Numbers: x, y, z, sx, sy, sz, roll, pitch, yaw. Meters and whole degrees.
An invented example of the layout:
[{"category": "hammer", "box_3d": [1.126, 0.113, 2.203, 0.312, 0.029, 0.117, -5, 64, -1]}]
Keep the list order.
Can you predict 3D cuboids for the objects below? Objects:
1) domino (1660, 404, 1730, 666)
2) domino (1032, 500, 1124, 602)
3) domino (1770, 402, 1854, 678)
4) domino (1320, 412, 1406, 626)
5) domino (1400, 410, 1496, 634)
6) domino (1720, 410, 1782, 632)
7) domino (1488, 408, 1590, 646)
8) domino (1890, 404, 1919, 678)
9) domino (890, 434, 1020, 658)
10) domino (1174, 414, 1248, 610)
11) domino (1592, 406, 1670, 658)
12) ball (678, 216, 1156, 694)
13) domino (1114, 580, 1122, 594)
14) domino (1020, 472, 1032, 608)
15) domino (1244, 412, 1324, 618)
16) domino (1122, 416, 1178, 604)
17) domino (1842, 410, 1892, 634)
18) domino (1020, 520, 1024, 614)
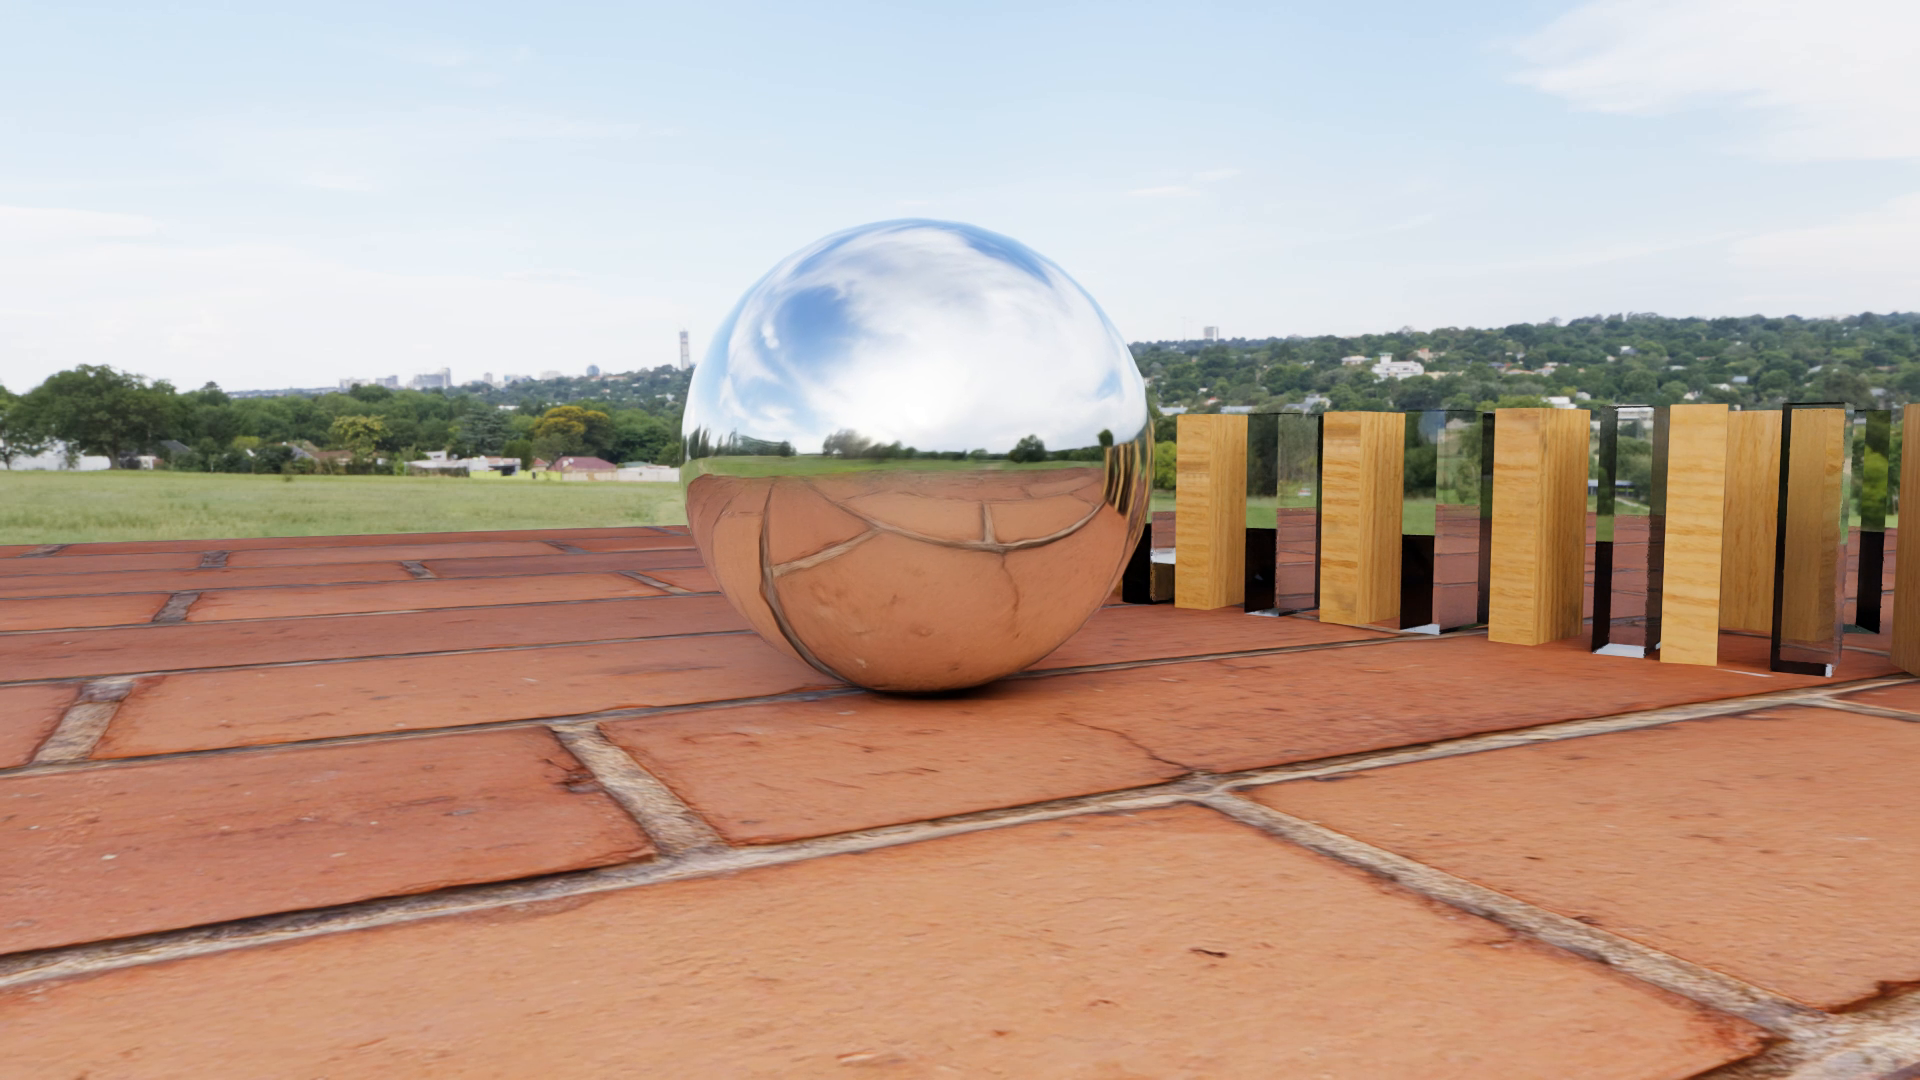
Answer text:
[{"category": "domino", "box_3d": [0.147, -0.002, 0.257, 0.010, 0.050, 0.025, 3, 5, 31]}, {"category": "domino", "box_3d": [0.027, 0.002, 0.370, 0.025, 0.009, 0.050, 2, 24, 28]}, {"category": "domino", "box_3d": [0.163, -0.001, 0.245, 0.010, 0.050, 0.025, 3, 5, 38]}, {"category": "domino", "box_3d": [0.098, -0.006, 0.311, 0.009, 0.050, 0.025, 4, 6, 45]}, {"category": "domino", "box_3d": [0.113, -0.005, 0.296, 0.025, 0.050, 0.009, -4, 6, -42]}, {"category": "domino", "box_3d": [0.186, -0.005, 0.294, 0.009, 0.050, 0.025, -3, 5, -38]}, {"category": "domino", "box_3d": [0.127, -0.004, 0.281, 0.025, 0.050, 0.009, -4, 6, -42]}, {"category": "domino", "box_3d": [0.181, 0.000, 0.234, 0.009, 0.050, 0.025, 2, 5, 21]}, {"category": "domino", "box_3d": [0.000, 0.000, 0.267, 0.025, 0.050, 0.009, 0, -35, 3]}, {"category": "domino", "box_3d": [0.068, -0.008, 0.340, 0.009, 0.050, 0.025, 3, 5, 39]}, {"category": "domino", "box_3d": [0.140, -0.002, 0.266, 0.010, 0.050, 0.025, 3, 5, 38]}, {"category": "ball", "box_3d": [-0.007, -0.014, 0.219, 0.080, 0.080, 0.080, 0, 4, 0]}, {"category": "domino", "box_3d": [0.059, 0.009, 0.386, 0.025, 0.009, 0.050, 3, 5, 37]}, {"category": "domino", "box_3d": [0.007, -0.001, 0.350, 0.025, 0.009, 0.050, 0, 36, 3]}, {"category": "domino", "box_3d": [0.083, -0.007, 0.326, 0.009, 0.050, 0.025, 4, 6, 43]}, {"category": "domino", "box_3d": [0.055, -0.009, 0.350, 0.009, 0.050, 0.025, 3, 5, 38]}, {"category": "domino", "box_3d": [0.205, -0.005, 0.298, 0.009, 0.050, 0.025, 1, 5, 19]}, {"category": "domino", "box_3d": [0.003, -0.003, 0.333, 0.025, 0.009, 0.050, -1, 48, 1]}]
